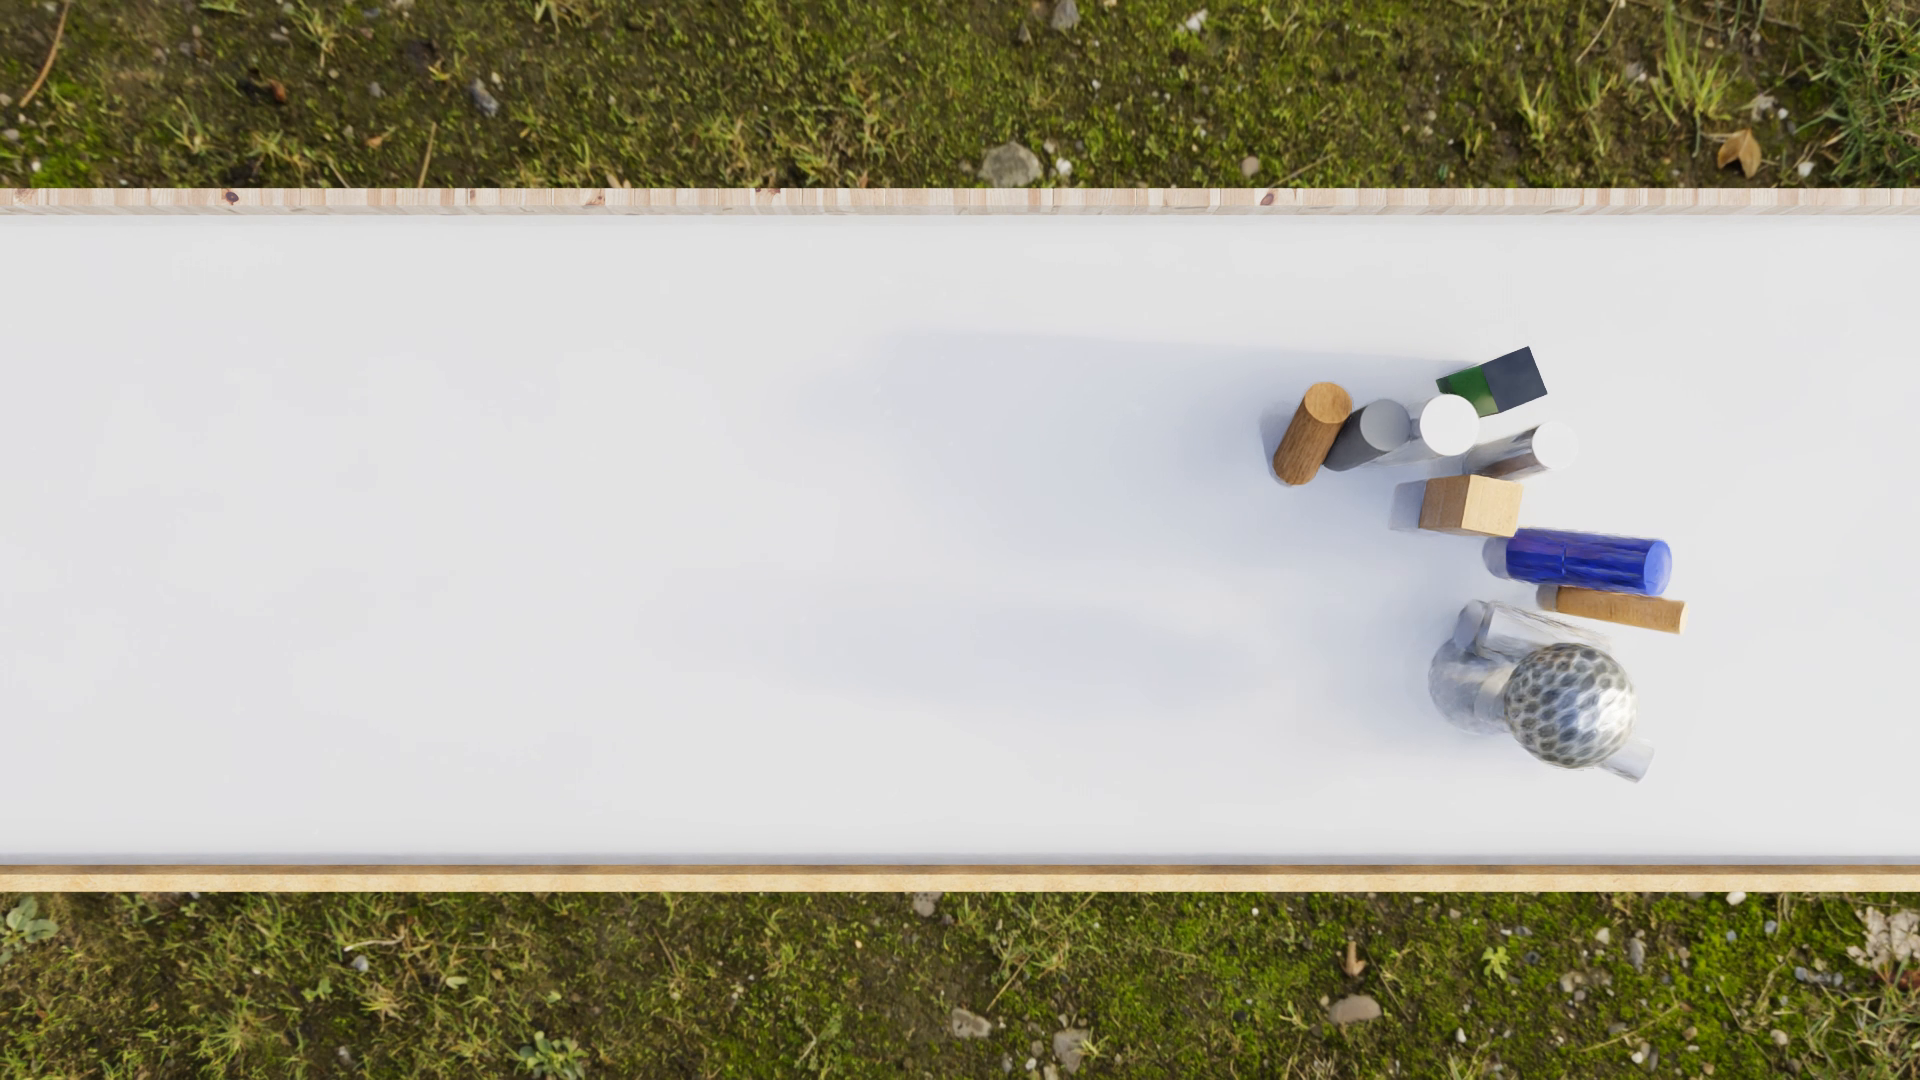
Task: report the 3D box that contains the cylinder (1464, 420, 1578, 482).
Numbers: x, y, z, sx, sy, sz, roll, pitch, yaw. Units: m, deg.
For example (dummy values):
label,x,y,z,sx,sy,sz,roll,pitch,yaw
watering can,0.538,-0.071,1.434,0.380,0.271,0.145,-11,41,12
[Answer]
label,x,y,z,sx,sy,sz,roll,pitch,yaw
cylinder,1.643,-0.246,4.845,0.137,0.447,0.137,1,85,-7

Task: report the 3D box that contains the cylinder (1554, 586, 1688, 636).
label,x,y,z,sx,sy,sz,roll,pitch,yaw
cylinder,1.978,0.202,4.939,0.356,0.100,0.100,11,90,32

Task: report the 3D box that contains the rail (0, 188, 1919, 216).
label,x,y,z,sx,sy,sz,roll,pitch,yaw
rail,-2.247,-1.025,5.002,12.000,0.150,0.050,0,90,0

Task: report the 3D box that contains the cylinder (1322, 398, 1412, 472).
label,x,y,z,sx,sy,sz,roll,pitch,yaw
cylinder,1.186,-0.305,4.872,0.150,0.390,0.150,1,84,-7

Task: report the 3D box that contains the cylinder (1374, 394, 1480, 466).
label,x,y,z,sx,sy,sz,roll,pitch,yaw
cylinder,1.351,-0.317,4.851,0.174,0.433,0.174,0,88,-7

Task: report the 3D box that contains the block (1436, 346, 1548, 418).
label,x,y,z,sx,sy,sz,roll,pitch,yaw
block,1.558,-0.451,4.857,0.147,0.439,0.147,-22,90,0

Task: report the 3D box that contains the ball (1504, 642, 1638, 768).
label,x,y,z,sx,sy,sz,roll,pitch,yaw
ball,1.735,0.470,4.693,0.358,0.358,0.358,0,90,0

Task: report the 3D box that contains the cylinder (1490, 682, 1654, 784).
label,x,y,z,sx,sy,sz,roll,pitch,yaw
cylinder,1.848,0.581,4.989,0.456,0.135,0.135,23,90,5

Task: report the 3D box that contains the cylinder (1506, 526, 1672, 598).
label,x,y,z,sx,sy,sz,roll,pitch,yaw
cylinder,1.846,0.061,4.860,0.165,0.432,0.165,-6,99,-41

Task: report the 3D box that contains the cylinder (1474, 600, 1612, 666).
label,x,y,z,sx,sy,sz,roll,pitch,yaw
cylinder,1.755,0.317,4.971,0.354,0.164,0.164,18,90,8

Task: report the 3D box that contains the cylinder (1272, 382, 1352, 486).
label,x,y,z,sx,sy,sz,roll,pitch,yaw
cylinder,1.039,-0.311,4.882,0.138,0.366,0.138,2,63,-4

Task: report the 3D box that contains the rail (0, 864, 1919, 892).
label,x,y,z,sx,sy,sz,roll,pitch,yaw
rail,-2.247,1.025,5.001,12.000,0.150,0.050,0,90,0

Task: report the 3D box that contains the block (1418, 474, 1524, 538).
label,x,y,z,sx,sy,sz,roll,pitch,yaw
block,1.505,-0.098,4.876,0.154,0.396,0.154,10,90,-2
